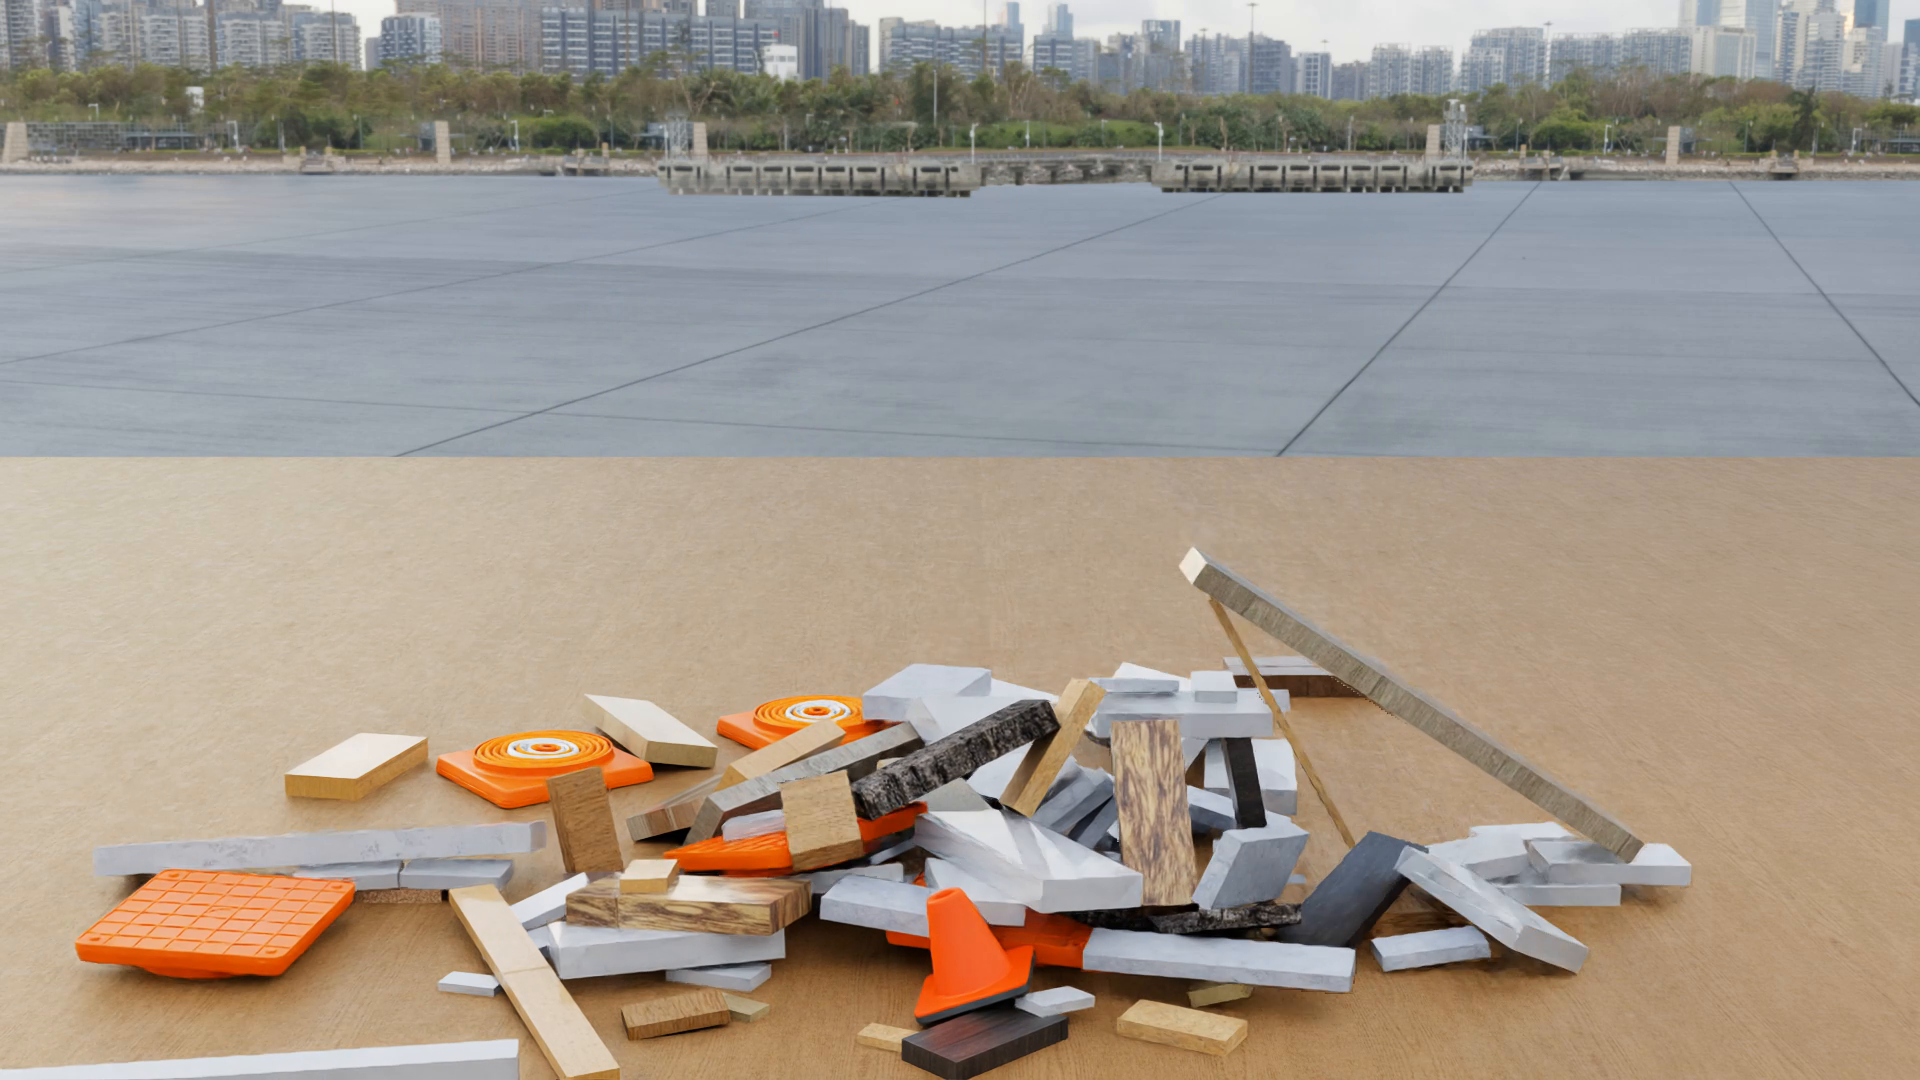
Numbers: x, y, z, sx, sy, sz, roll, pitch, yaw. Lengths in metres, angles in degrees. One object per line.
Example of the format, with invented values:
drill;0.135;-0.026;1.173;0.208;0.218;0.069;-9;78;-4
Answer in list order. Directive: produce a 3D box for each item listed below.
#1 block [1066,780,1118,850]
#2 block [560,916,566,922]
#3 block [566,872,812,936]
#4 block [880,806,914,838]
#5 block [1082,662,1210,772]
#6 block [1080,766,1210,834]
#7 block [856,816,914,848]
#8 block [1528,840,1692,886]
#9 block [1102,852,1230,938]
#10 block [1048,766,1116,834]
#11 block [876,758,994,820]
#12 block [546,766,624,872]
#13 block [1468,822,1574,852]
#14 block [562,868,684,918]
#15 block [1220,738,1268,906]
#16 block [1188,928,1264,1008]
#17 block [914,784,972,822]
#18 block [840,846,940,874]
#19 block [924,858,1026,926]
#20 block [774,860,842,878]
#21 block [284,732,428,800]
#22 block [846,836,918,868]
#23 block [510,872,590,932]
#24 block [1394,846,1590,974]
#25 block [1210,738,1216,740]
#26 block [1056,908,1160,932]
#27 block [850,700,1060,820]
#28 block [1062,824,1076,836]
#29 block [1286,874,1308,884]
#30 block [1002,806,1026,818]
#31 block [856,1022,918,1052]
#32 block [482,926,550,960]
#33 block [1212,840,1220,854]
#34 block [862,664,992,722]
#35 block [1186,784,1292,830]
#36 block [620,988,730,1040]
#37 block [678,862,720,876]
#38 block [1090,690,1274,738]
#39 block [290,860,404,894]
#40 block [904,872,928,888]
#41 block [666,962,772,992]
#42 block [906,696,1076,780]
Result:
block;0.205;0.496;3.663;0.029;0.203;0.101;38;2;-3
block;-0.574;0.593;3.487;0.054;0.015;0.108;29;41;30
block;-0.414;0.556;3.370;0.334;0.047;0.167;-1;4;18
block;-0.093;0.493;3.732;0.016;0.112;0.056;-40;-11;25
block;0.385;0.349;4.381;0.048;0.170;0.340;45;-16;-26
block;0.334;0.474;4.006;0.235;0.033;0.117;17;7;-12
block;-0.116;0.491;3.938;0.123;0.035;0.246;-14;8;18
block;1.082;0.538;3.670;0.237;0.034;0.118;1;10;-3
block;0.319;0.559;3.442;0.110;0.031;0.220;11;16;-34
block;0.167;0.457;3.646;0.203;0.029;0.101;-37;5;1
block;-0.034;0.442;3.740;0.121;0.034;0.241;-2;25;-32
block;-0.629;0.486;3.697;0.028;0.194;0.097;-14;-2;43
block;1.000;0.531;3.923;0.163;0.023;0.081;-2;11;-10
block;-0.543;0.578;3.550;0.194;0.028;0.097;-1;36;-7
block;0.479;0.448;3.646;0.040;0.285;0.143;-11;10;3
block;0.395;0.631;3.255;0.087;0.025;0.175;-16;12;19
block;-0.026;0.470;3.843;0.123;0.035;0.246;35;15;-18
block;-0.113;0.530;3.607;0.161;0.023;0.081;-8;8;1
block;0.020;0.532;3.332;0.120;0.034;0.240;5;6;-8
block;-0.227;0.557;3.663;0.161;0.023;0.081;-2;11;0
block;-1.186;0.444;4.337;0.149;0.042;0.299;2;11;13
block;-0.127;0.510;3.587;0.056;0.016;0.112;-14;2;42
block;-0.653;0.581;3.492;0.140;0.020;0.070;-24;23;-5
block;0.820;0.570;3.410;0.148;0.042;0.295;23;5;-30
block;0.443;0.378;4.544;0.153;0.043;0.305;-9;3;-39
block;0.248;0.578;3.399;0.217;0.031;0.108;21;13;2
block;-0.018;0.357;3.596;0.343;0.049;0.171;-25;2;-14
block;0.118;0.512;3.956;0.170;0.048;0.390;0;11;-3
block;0.556;0.581;3.679;0.049;0.014;0.097;0;11;2
block;0.093;0.528;3.722;0.101;0.029;0.203;10;31;15
block;-0.094;0.695;3.067;0.091;0.013;0.045;5;12;26
block;-0.661;0.629;3.405;0.070;0.020;0.140;9;14;41
block;0.513;0.546;3.852;0.139;0.020;0.069;1;11;5
block;-0.066;0.323;4.639;0.178;0.050;0.356;3;8;16
block;0.490;0.496;3.947;0.204;0.029;0.102;17;13;7
block;-0.405;0.674;3.124;0.144;0.020;0.072;-7;16;-16
block;-0.417;0.563;3.613;0.054;0.015;0.146;-5;15;-38
block;0.361;0.286;3.617;0.285;0.040;0.143;0;11;-2
block;-1.014;0.557;3.644;0.171;0.024;0.085;-2;10;-7
block;-0.133;0.577;3.671;0.161;0.023;0.081;-1;11;-4
block;-0.362;0.648;3.298;0.140;0.020;0.070;4;10;20
block;0.062;0.380;4.231;0.340;0.048;0.170;5;42;-50
